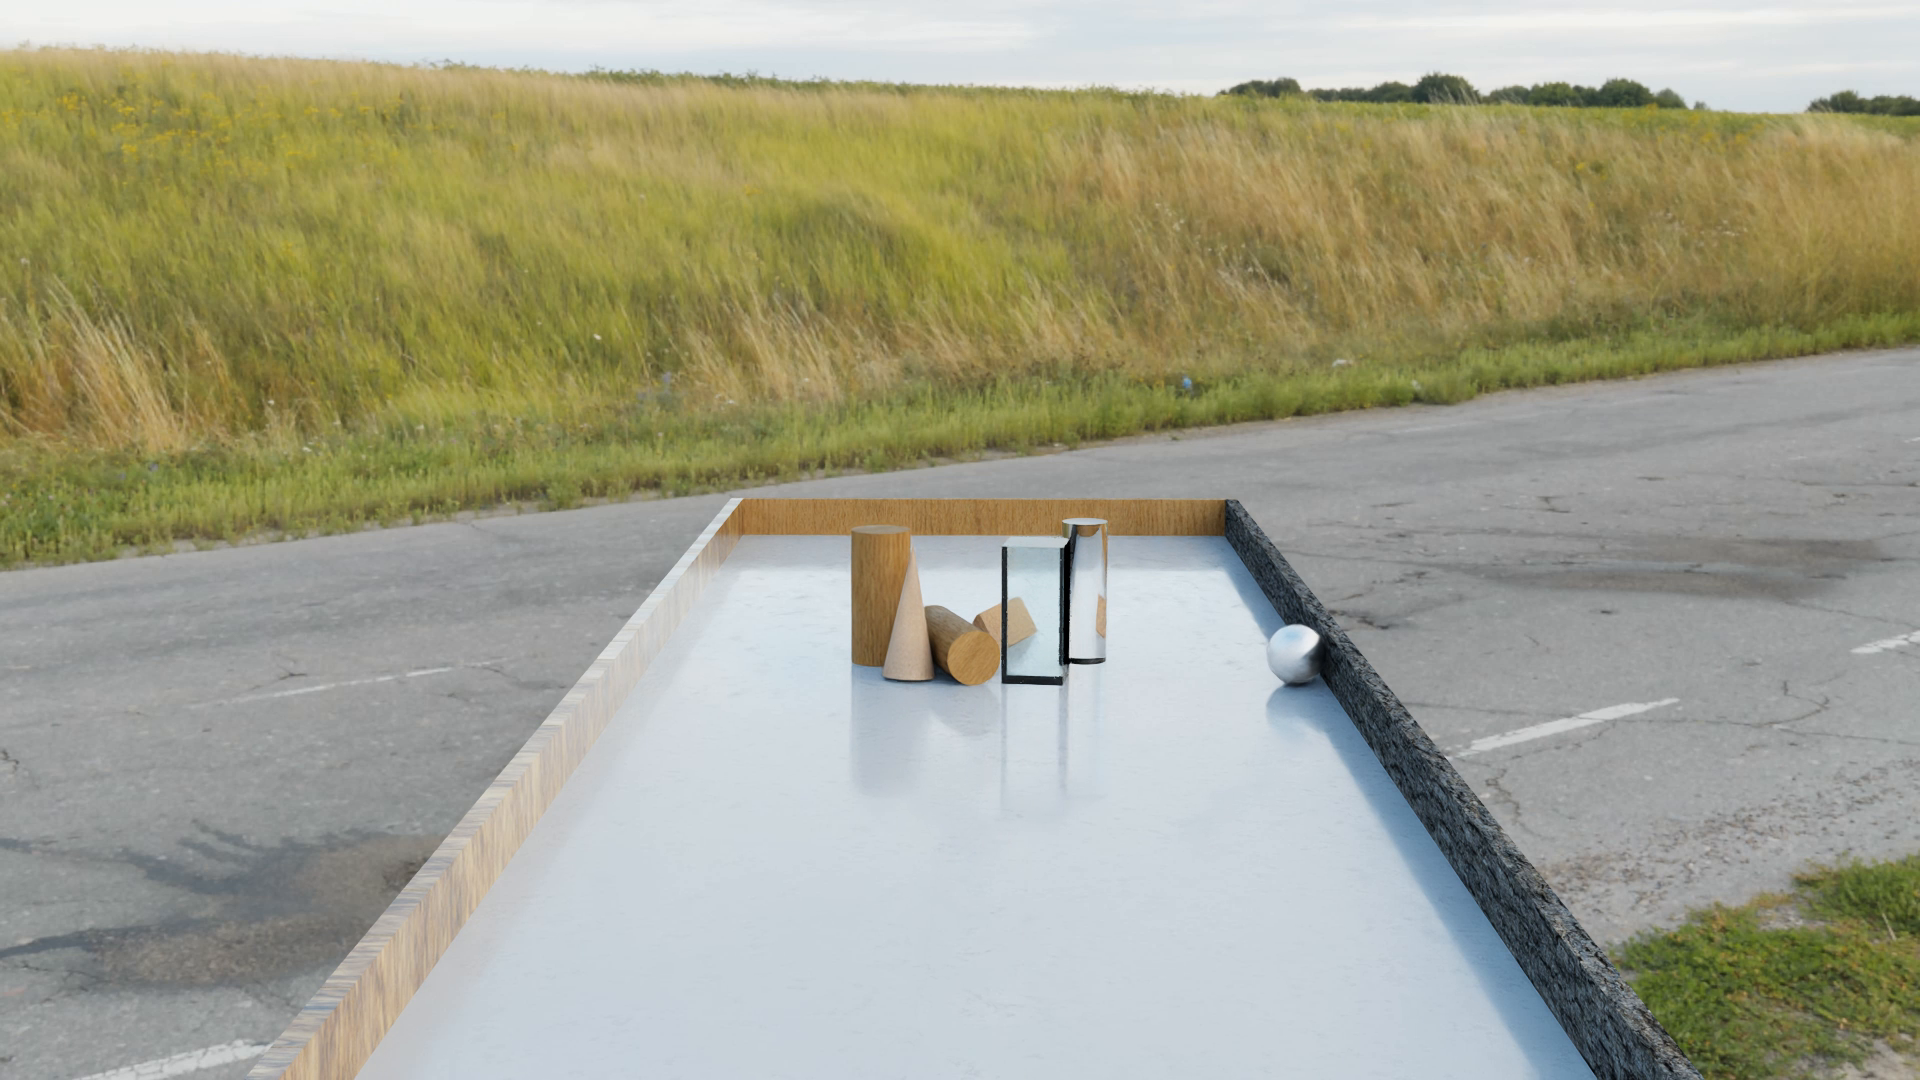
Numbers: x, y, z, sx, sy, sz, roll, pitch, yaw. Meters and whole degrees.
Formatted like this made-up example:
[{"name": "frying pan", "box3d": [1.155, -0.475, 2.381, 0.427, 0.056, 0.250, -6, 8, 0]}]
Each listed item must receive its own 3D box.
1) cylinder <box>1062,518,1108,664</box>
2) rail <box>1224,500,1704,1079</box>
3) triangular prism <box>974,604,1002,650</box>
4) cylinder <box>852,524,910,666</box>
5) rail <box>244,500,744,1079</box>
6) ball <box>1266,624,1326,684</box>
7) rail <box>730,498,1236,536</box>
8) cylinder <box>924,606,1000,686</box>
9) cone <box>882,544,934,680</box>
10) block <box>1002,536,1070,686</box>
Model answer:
[{"name": "cylinder", "box3d": [0.377, 0.155, 6.668, 0.137, 0.427, 0.137, 0, 9, 0]}, {"name": "rail", "box3d": [1.046, 0.843, 3.208, 0.050, 0.150, 12.000, 0, 9, 1]}, {"name": "triangular prism", "box3d": [0.129, 0.257, 7.012, 0.129, 0.111, 0.397, 3, 10, 21]}, {"name": "cylinder", "box3d": [-0.240, 0.167, 6.659, 0.180, 0.404, 0.180, 0, 9, 0]}, {"name": "rail", "box3d": [-1.004, 0.839, 3.234, 0.050, 0.150, 12.000, 0, 9, 1]}, {"name": "ball", "box3d": [0.973, 0.332, 6.371, 0.171, 0.171, 0.171, 0, 9, 0]}, {"name": "rail", "box3d": [0.099, -0.098, 9.147, 2.100, 0.150, 0.050, 0, 9, 1]}, {"name": "cylinder", "box3d": [-0.021, 0.310, 6.545, 0.161, 0.161, 0.421, -3, 9, -17]}, {"name": "cone", "box3d": [-0.144, 0.204, 6.437, 0.158, 0.391, 0.158, 2, 5, 0]}, {"name": "block", "box3d": [0.222, 0.206, 6.422, 0.179, 0.404, 0.179, 1, 9, 9]}]
